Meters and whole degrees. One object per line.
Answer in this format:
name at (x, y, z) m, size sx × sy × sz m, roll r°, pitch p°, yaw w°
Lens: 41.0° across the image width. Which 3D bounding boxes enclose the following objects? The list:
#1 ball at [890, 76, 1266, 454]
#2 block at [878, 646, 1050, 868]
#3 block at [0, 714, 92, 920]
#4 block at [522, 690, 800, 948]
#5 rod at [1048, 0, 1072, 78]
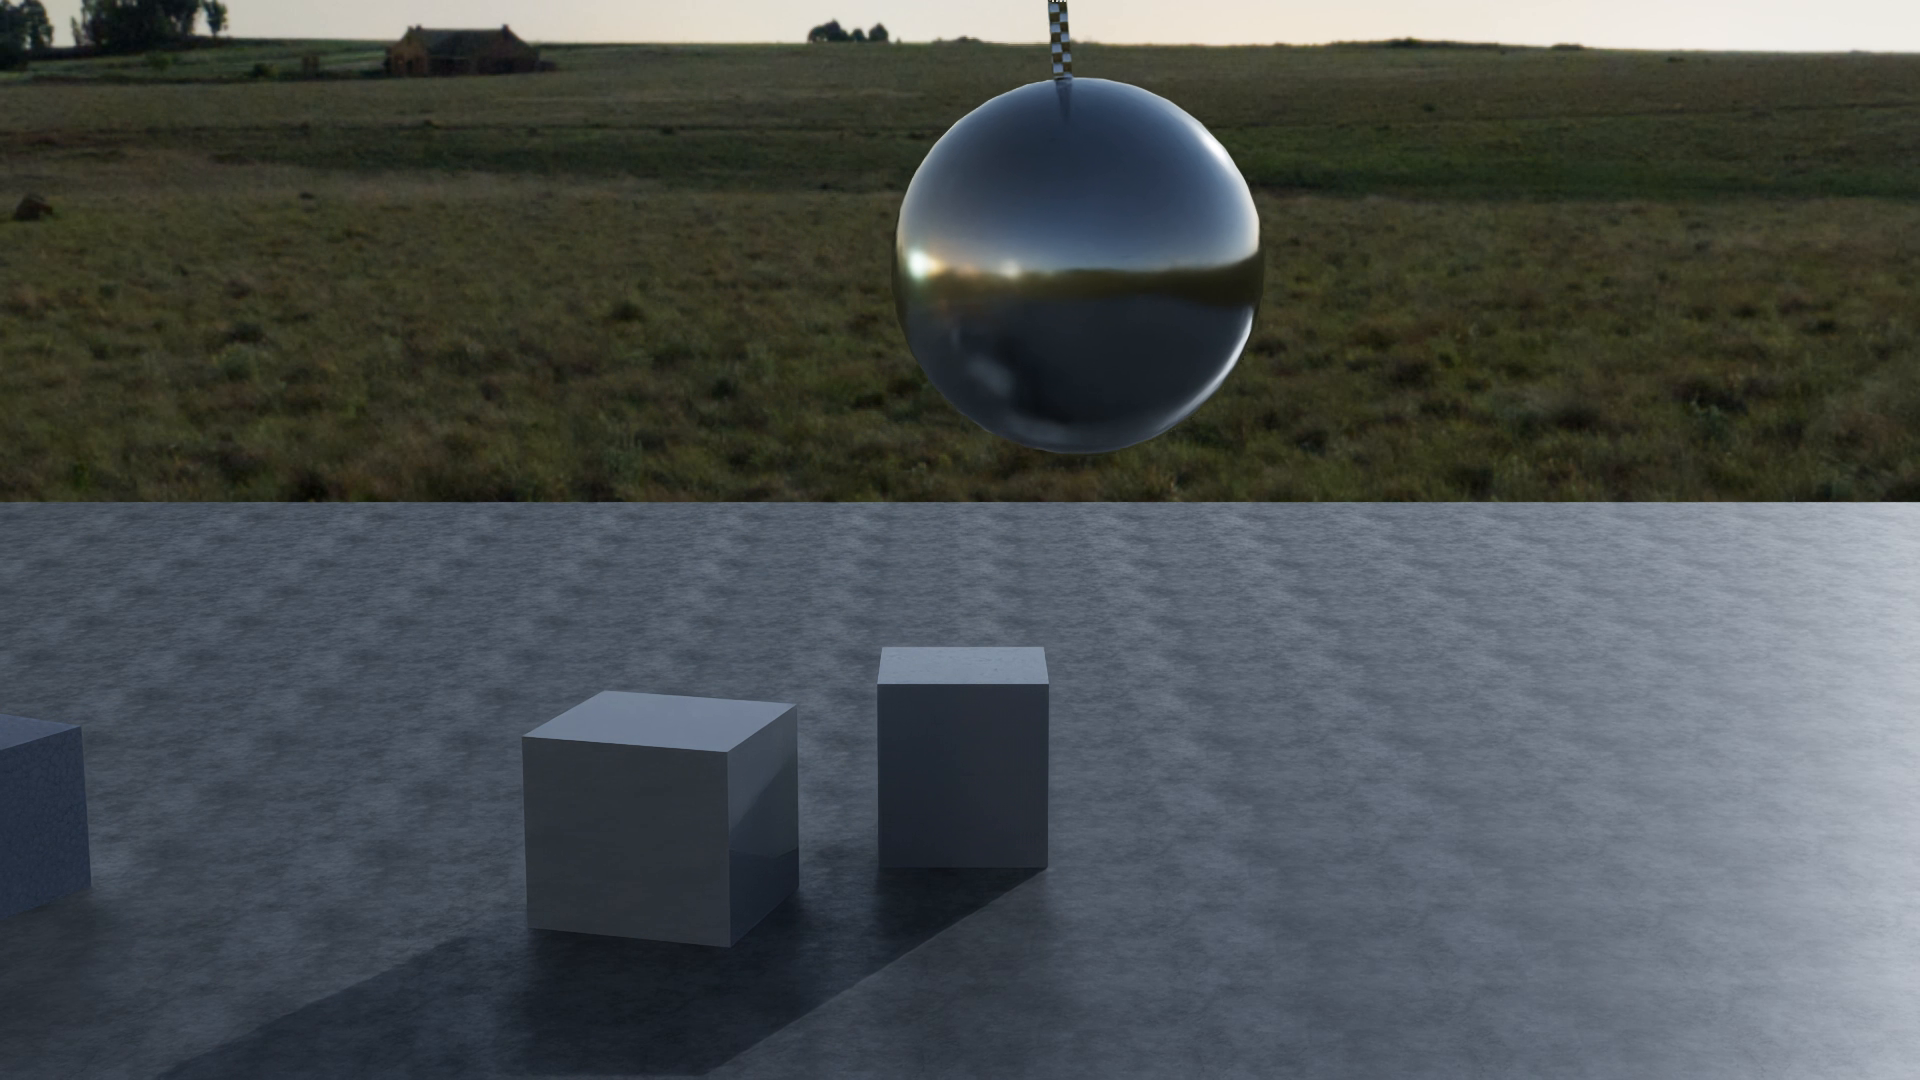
ball at (0.501, -1.167, 10.968) m, size 1.600 × 1.600 × 1.600 m, roll 0°, pitch 10°, yaw 0°
block at (0.014, 0.985, 11.787) m, size 0.760 × 0.844 × 0.745 m, roll 0°, pitch 10°, yaw 0°
block at (-4.306, 1.187, 11.010) m, size 0.770 × 0.724 × 0.726 m, roll 5°, pitch 11°, yaw 26°
block at (-1.252, 1.161, 10.884) m, size 0.902 × 0.821 × 0.831 m, roll 3°, pitch 11°, yaw 16°
rod at (0.217, -4.500, 10.362) m, size 0.080 × 5.200 × 0.080 m, roll -5°, pitch 10°, yaw 1°
